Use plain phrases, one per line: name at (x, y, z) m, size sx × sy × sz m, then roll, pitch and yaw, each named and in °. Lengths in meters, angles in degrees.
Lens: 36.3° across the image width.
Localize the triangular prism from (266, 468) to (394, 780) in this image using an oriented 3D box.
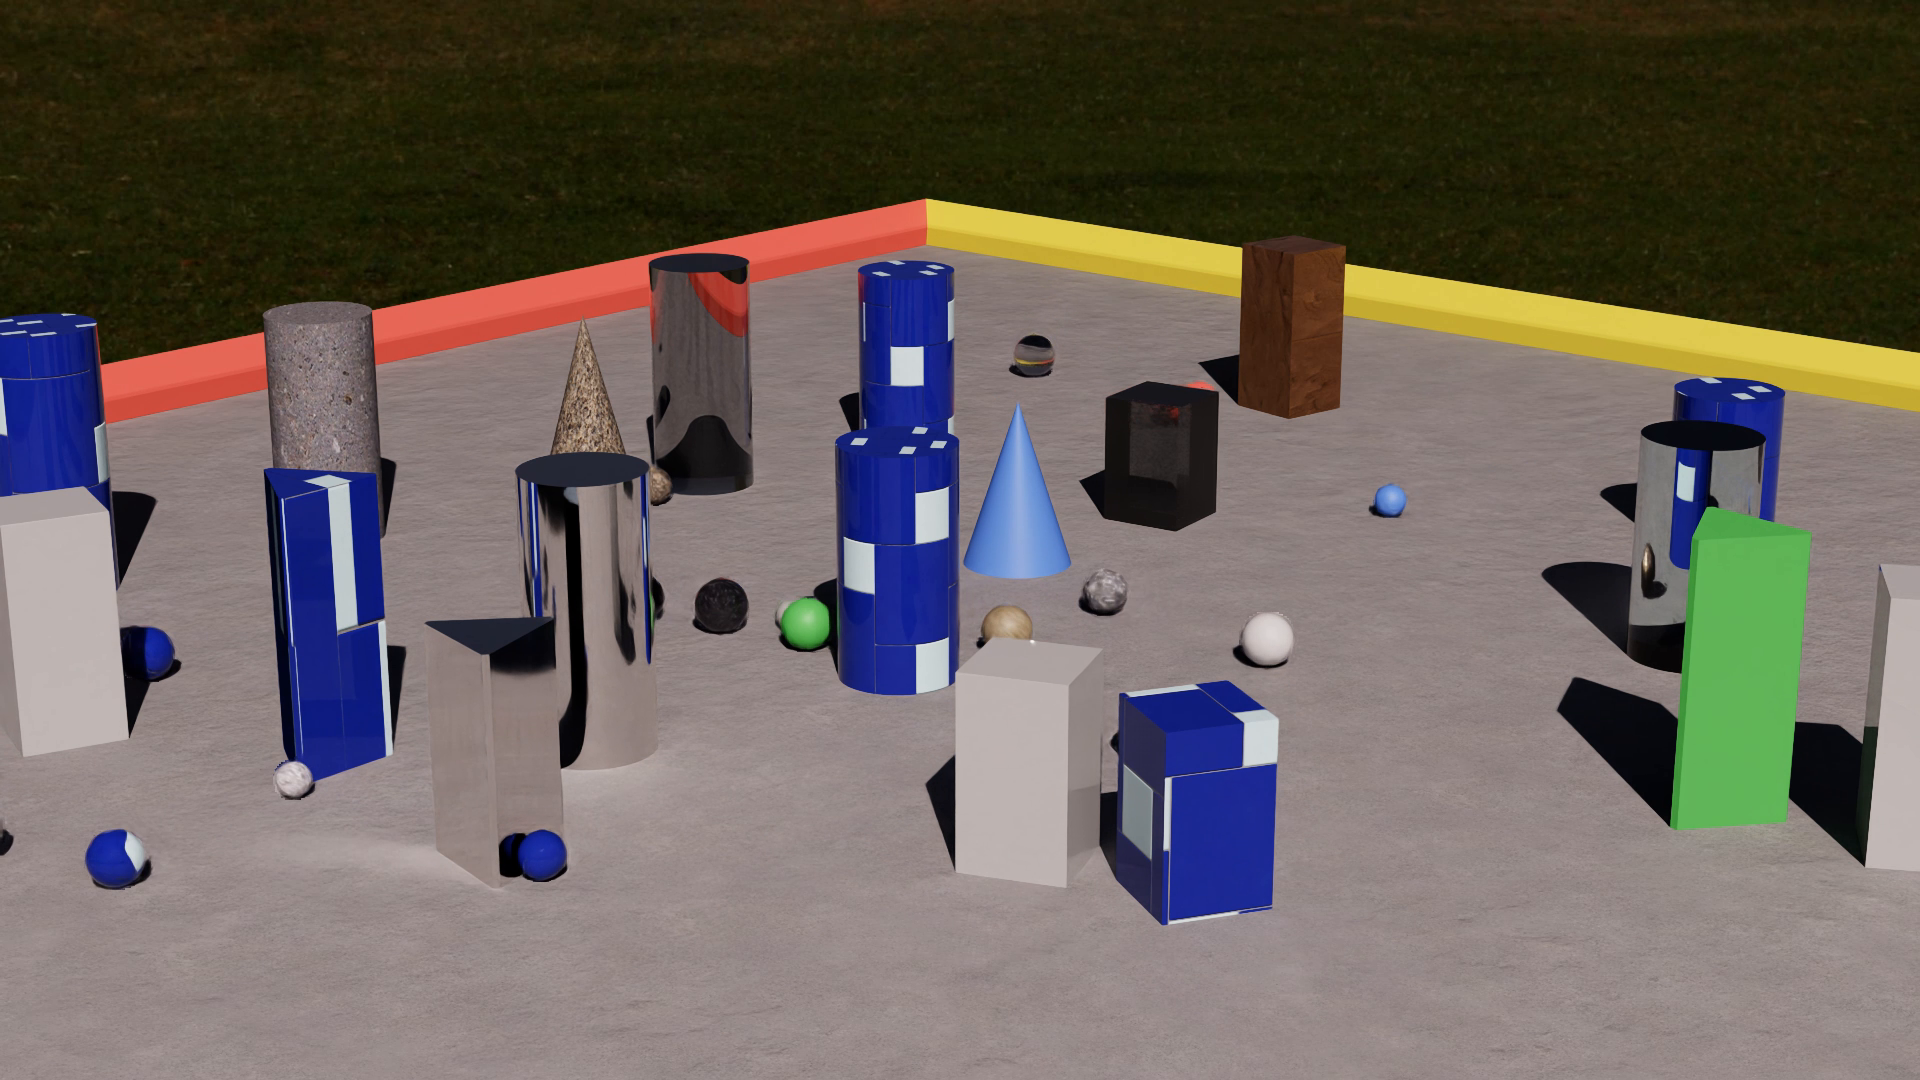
triangular prism at (-0.960, 0.116, 4.313) m, size 0.147 × 0.434 × 0.170 m, roll 14°, pitch 22°, yaw 38°

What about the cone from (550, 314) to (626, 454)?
cone at (-0.719, -0.252, 5.642) m, size 0.196 × 0.373 × 0.196 m, roll 0°, pitch 17°, yaw 0°

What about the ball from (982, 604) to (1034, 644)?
ball at (0.078, 0.148, 4.811) m, size 0.086 × 0.086 × 0.086 m, roll 0°, pitch 17°, yaw 0°

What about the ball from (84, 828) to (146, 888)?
ball at (-1.126, 0.424, 3.908) m, size 0.078 × 0.078 × 0.078 m, roll 0°, pitch 17°, yaw 0°

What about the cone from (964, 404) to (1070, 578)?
cone at (0.104, -0.103, 5.273) m, size 0.196 × 0.300 × 0.196 m, roll 0°, pitch 17°, yaw 0°

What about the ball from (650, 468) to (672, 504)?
ball at (-0.593, -0.105, 5.675) m, size 0.071 × 0.071 × 0.071 m, roll 0°, pitch 17°, yaw 0°

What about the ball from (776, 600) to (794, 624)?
ball at (-0.287, 0.126, 4.948) m, size 0.049 × 0.049 × 0.049 m, roll 0°, pitch 17°, yaw 0°

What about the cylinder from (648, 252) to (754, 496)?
cylinder at (-0.508, -0.327, 5.768) m, size 0.196 × 0.443 × 0.196 m, roll 0°, pitch 17°, yaw 0°

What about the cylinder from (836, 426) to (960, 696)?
cylinder at (-0.099, 0.031, 4.672) m, size 0.196 × 0.389 × 0.196 m, roll 0°, pitch 17°, yaw 0°

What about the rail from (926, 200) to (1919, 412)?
rail at (1.520, -0.473, 6.796) m, size 4.317 × 0.127 × 0.045 m, roll 14°, pitch 22°, yaw 39°

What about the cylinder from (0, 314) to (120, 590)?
cylinder at (-1.580, -0.140, 5.092) m, size 0.196 × 0.475 × 0.196 m, roll 0°, pitch 17°, yaw 0°

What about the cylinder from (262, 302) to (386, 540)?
cylinder at (-1.172, -0.211, 5.411) m, size 0.196 × 0.426 × 0.196 m, roll 0°, pitch 17°, yaw 0°

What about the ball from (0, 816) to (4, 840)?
ball at (-1.349, 0.393, 3.984) m, size 0.093 × 0.093 × 0.093 m, roll 0°, pitch 17°, yaw 0°

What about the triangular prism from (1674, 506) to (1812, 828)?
triangular prism at (1.070, 0.177, 4.129) m, size 0.170 × 0.424 × 0.147 m, roll -3°, pitch 17°, yaw -9°

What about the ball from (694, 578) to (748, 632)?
ball at (-0.401, 0.110, 4.928) m, size 0.092 × 0.092 × 0.092 m, roll 0°, pitch 17°, yaw 0°

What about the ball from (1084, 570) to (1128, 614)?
ball at (0.250, 0.088, 5.024) m, size 0.077 × 0.077 × 0.077 m, roll 0°, pitch 17°, yaw 0°

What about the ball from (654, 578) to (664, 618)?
ball at (-0.544, 0.098, 4.977) m, size 0.085 × 0.085 × 0.085 m, roll 0°, pitch 17°, yaw 0°

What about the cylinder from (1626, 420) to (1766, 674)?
cylinder at (1.195, 0.010, 4.770) m, size 0.196 × 0.373 × 0.196 m, roll 0°, pitch 17°, yaw 0°

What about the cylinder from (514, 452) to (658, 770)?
cylinder at (-0.553, 0.104, 4.355) m, size 0.196 × 0.434 × 0.196 m, roll 0°, pitch 17°, yaw 0°

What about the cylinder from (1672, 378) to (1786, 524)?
cylinder at (1.398, -0.130, 5.368) m, size 0.196 × 0.297 × 0.196 m, roll 0°, pitch 17°, yaw 0°

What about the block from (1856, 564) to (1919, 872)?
block at (1.320, 0.243, 3.980) m, size 0.157 × 0.384 × 0.157 m, roll 3°, pitch 17°, yaw 11°

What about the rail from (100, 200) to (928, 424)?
rail at (-1.612, -0.372, 6.460) m, size 0.045 × 0.127 × 4.684 m, roll 14°, pitch 22°, yaw 39°

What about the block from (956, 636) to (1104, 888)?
block at (0.094, 0.298, 3.965) m, size 0.157 × 0.287 × 0.157 m, roll 6°, pitch 18°, yaw 19°

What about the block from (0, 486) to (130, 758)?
block at (-1.367, 0.121, 4.424) m, size 0.157 × 0.360 × 0.157 m, roll -9°, pitch 19°, yaw -28°

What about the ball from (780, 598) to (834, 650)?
ball at (-0.253, 0.139, 4.841) m, size 0.086 × 0.086 × 0.086 m, roll 0°, pitch 17°, yaw 0°

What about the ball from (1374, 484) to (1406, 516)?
ball at (0.821, -0.075, 5.593) m, size 0.062 × 0.062 × 0.062 m, roll 0°, pitch 17°, yaw 0°

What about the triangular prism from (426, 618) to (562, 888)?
triangular prism at (-0.609, 0.275, 3.967) m, size 0.147 × 0.330 × 0.170 m, roll -12°, pitch 21°, yaw -35°

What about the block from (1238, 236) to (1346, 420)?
block at (0.720, -0.464, 6.366) m, size 0.157 × 0.359 × 0.157 m, roll -13°, pitch 21°, yaw -37°

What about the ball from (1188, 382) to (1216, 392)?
ball at (0.515, -0.300, 6.302) m, size 0.082 × 0.082 × 0.082 m, roll 0°, pitch 17°, yaw 0°

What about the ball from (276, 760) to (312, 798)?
ball at (-0.958, 0.344, 4.217) m, size 0.053 × 0.053 × 0.053 m, roll 0°, pitch 17°, yaw 0°

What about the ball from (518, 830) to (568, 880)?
ball at (-0.561, 0.422, 3.934) m, size 0.067 × 0.067 × 0.067 m, roll 0°, pitch 17°, yaw 0°

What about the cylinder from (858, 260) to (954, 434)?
cylinder at (-0.109, -0.365, 6.002) m, size 0.196 × 0.381 × 0.196 m, roll 0°, pitch 17°, yaw 0°

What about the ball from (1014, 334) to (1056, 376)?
ball at (0.169, -0.421, 6.680) m, size 0.096 × 0.096 × 0.096 m, roll 0°, pitch 17°, yaw 0°

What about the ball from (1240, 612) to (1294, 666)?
ball at (0.500, 0.162, 4.762) m, size 0.087 × 0.087 × 0.087 m, roll 0°, pitch 17°, yaw 0°

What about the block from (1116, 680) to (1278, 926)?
block at (0.309, 0.343, 3.852) m, size 0.157 × 0.265 × 0.157 m, roll -6°, pitch 18°, yaw -19°

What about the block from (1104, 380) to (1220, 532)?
block at (0.383, -0.161, 5.571) m, size 0.157 × 0.238 × 0.157 m, roll 11°, pitch 20°, yaw 32°

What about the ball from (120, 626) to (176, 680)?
ball at (-1.303, 0.181, 4.697) m, size 0.088 × 0.088 × 0.088 m, roll 0°, pitch 17°, yaw 0°
